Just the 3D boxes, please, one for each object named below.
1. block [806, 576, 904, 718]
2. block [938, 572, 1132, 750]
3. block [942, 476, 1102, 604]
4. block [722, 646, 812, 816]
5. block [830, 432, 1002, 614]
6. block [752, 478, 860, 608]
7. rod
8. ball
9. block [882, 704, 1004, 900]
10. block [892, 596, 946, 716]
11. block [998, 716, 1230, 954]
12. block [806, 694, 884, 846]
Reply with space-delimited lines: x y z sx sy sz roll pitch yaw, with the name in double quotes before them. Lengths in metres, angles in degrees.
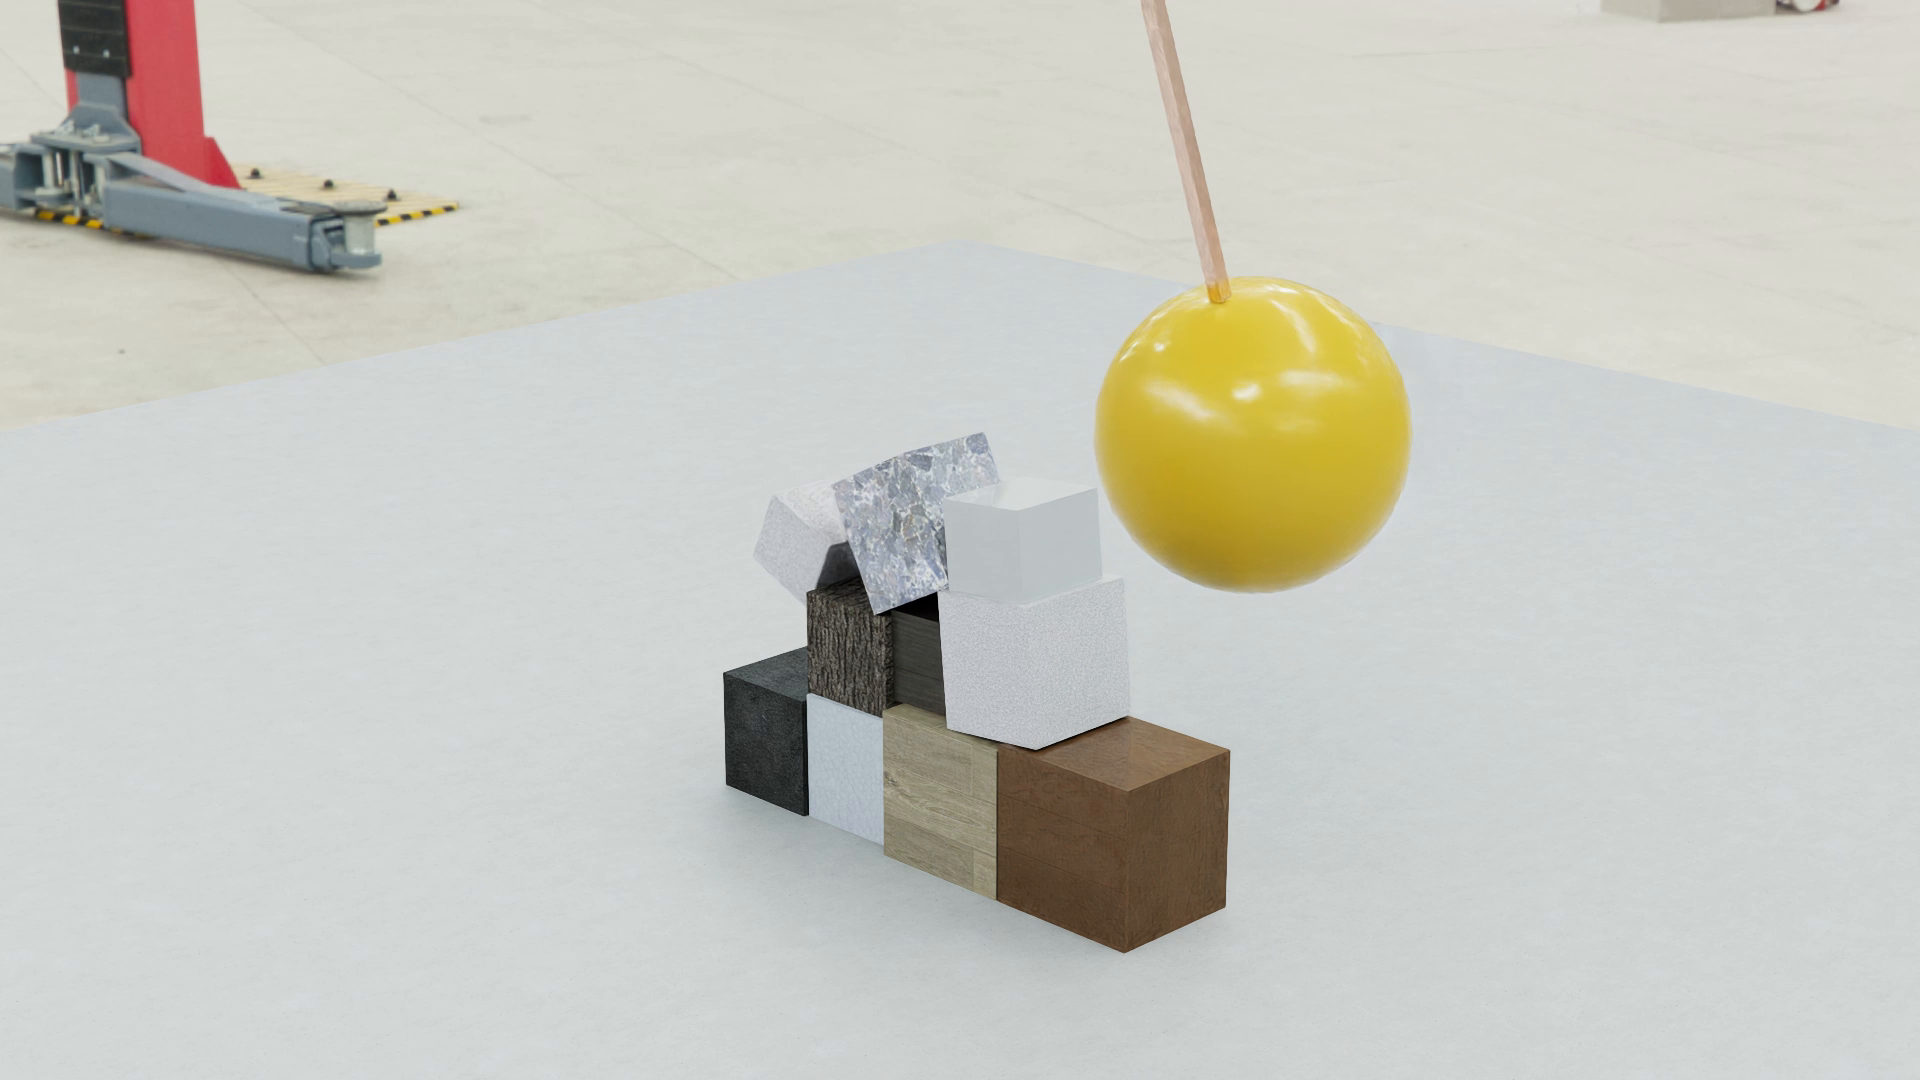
"block" -0.371 0.491 13.870 0.461 0.501 0.539 -17 24 -42
"block" 0.338 0.508 13.174 0.626 0.643 0.555 -17 18 -42
"block" 0.281 -0.003 13.033 0.509 0.421 0.463 -17 18 -42
"block" -0.736 0.924 14.422 0.618 0.590 0.574 -17 24 -42
"block" -0.141 -0.076 13.467 0.506 0.634 0.560 -16 -3 -42
"block" -0.671 0.015 14.066 0.379 0.390 0.433 -16 47 -42
"rod" 0.636 -3.319 12.965 0.080 5.200 0.080 17 44 42
"ball" 1.467 -0.524 14.714 1.600 1.600 1.600 0 17 0
"block" 0.150 1.129 13.555 0.700 0.718 0.729 -17 24 -42
"block" -0.013 0.523 13.537 0.424 0.438 0.419 -17 22 -42
"block" 0.680 1.274 13.034 0.678 0.754 0.764 -17 24 -42
"block" -0.318 1.031 14.023 0.574 0.622 0.583 -17 24 -42
